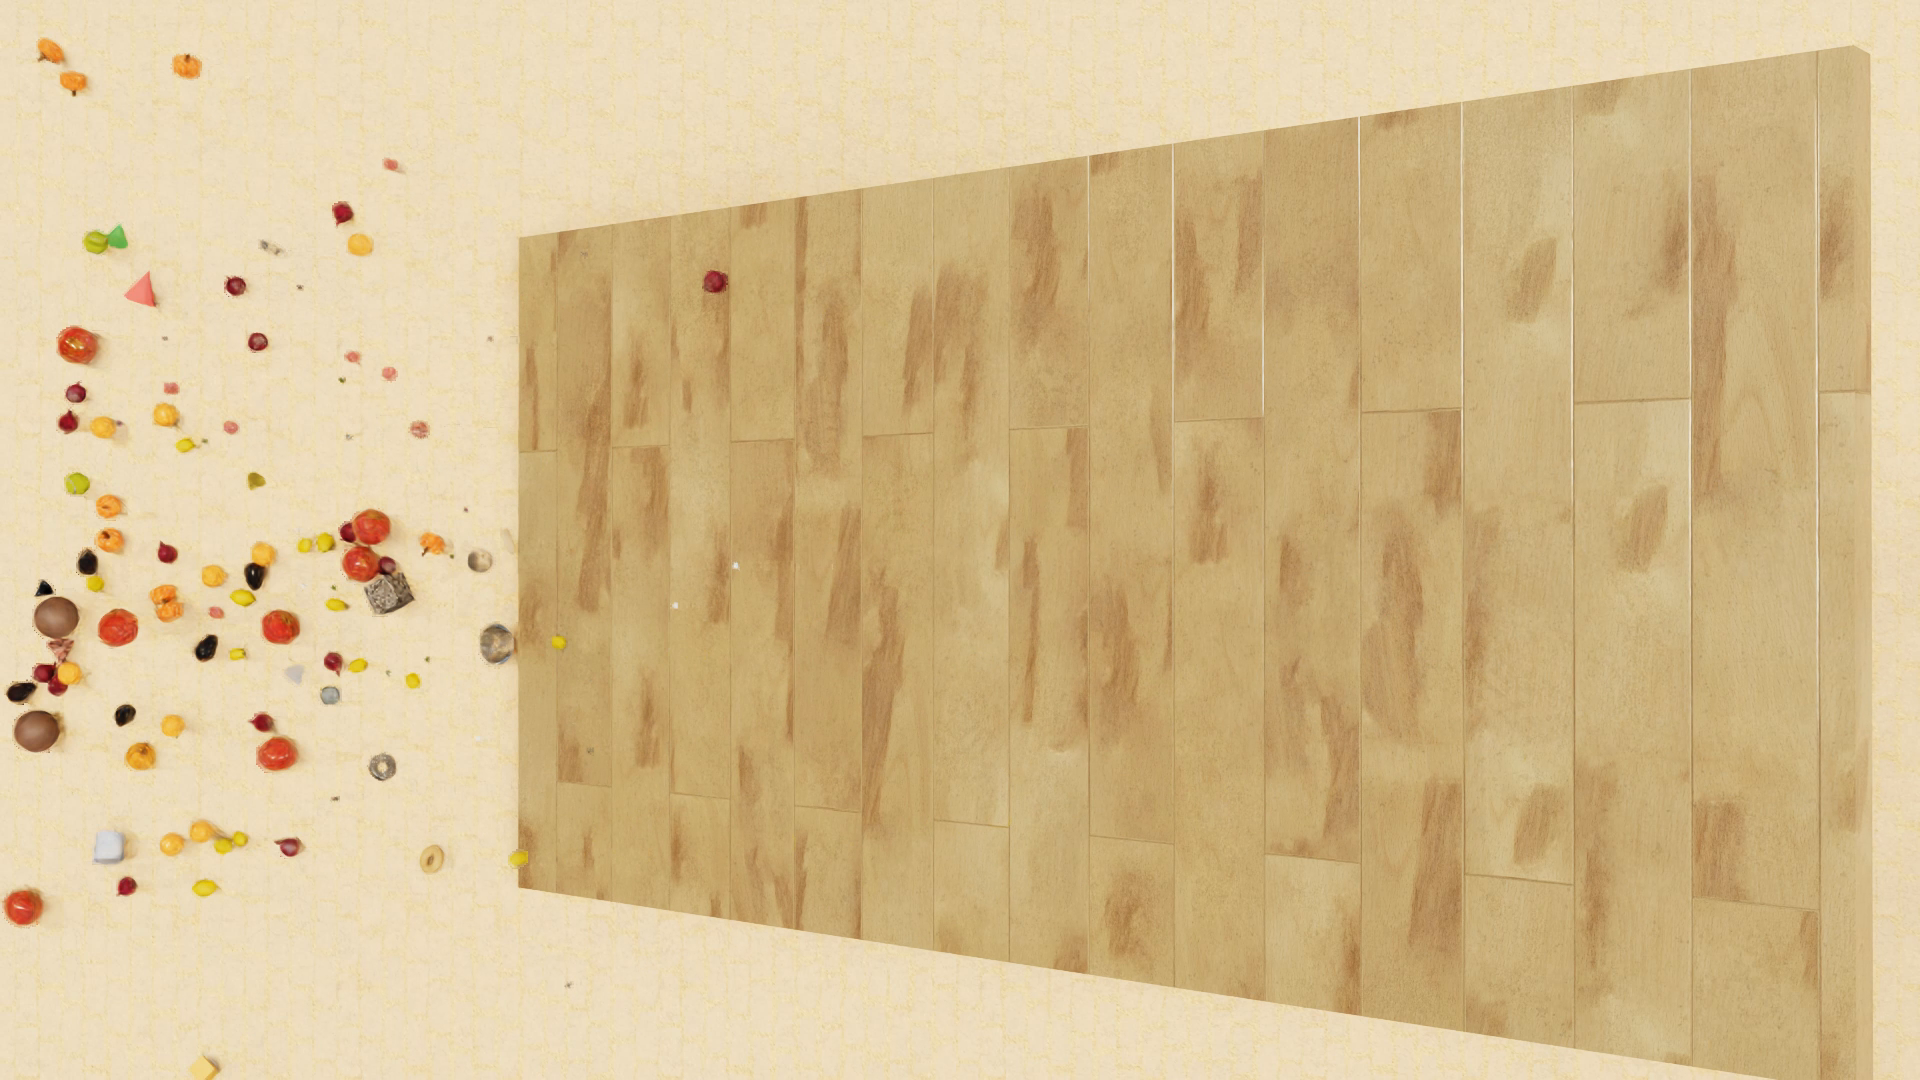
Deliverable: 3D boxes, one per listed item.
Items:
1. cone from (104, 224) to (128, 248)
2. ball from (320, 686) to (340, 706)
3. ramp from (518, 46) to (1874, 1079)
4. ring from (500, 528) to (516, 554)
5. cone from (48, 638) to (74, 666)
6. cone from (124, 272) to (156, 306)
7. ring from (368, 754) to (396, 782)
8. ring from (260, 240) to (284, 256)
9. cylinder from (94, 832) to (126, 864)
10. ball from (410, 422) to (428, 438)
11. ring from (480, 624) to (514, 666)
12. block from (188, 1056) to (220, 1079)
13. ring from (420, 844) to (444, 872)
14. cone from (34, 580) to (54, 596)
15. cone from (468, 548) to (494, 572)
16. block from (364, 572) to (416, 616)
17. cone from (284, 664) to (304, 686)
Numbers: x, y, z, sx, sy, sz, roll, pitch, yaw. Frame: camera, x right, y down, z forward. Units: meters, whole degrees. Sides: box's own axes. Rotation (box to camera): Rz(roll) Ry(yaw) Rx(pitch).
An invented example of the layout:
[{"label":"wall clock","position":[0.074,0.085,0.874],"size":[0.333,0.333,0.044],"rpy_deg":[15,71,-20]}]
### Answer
[{"label":"cone","position":[-2.615,-0.956,6.835],"size":[0.070,0.070,0.070],"rpy_deg":[3,63,0]},{"label":"ball","position":[-1.951,0.482,6.812],"size":[0.060,0.060,0.060],"rpy_deg":[0,90,0]},{"label":"ramp","position":[0.208,0.061,5.523],"size":[4.000,0.100,2.000],"rpy_deg":[0,90,40]},{"label":"ring","position":[-1.385,0.004,6.743],"size":[0.028,0.084,0.084],"rpy_deg":[-22,90,-12]},{"label":"cone","position":[-2.788,0.356,6.820],"size":[0.076,0.076,0.076],"rpy_deg":[5,110,0]},{"label":"cone","position":[-2.520,-0.785,6.791],"size":[0.098,0.098,0.098],"rpy_deg":[21,98,0]},{"label":"ring","position":[-1.792,0.705,6.826],"size":[0.088,0.029,0.088],"rpy_deg":[0,90,1]},{"label":"ring","position":[-2.121,-0.899,6.779],"size":[0.079,0.079,0.026],"rpy_deg":[30,95,0]},{"label":"cylinder","position":[-2.619,0.948,6.773],"size":[0.085,0.085,0.085],"rpy_deg":[-1,69,0]},{"label":"ball","position":[-1.677,-0.342,6.821],"size":[0.051,0.051,0.051],"rpy_deg":[0,90,0]},{"label":"ring","position":[-1.433,0.323,6.798],"size":[0.131,0.044,0.131],"rpy_deg":[1,92,35]},{"label":"block","position":[-2.334,1.639,6.787],"size":[0.058,0.058,0.058],"rpy_deg":[42,70,14]},{"label":"ring","position":[-1.635,0.987,6.809],"size":[0.089,0.030,0.089],"rpy_deg":[-12,65,27]},{"label":"cone","position":[-2.847,0.162,6.806],"size":[0.052,0.052,0.052],"rpy_deg":[16,127,22]},{"label":"cone","position":[-1.475,0.055,6.777],"size":[0.078,0.078,0.078],"rpy_deg":[4,77,-17]},{"label":"block","position":[-1.760,0.167,6.783],"size":[0.093,0.093,0.093],"rpy_deg":[-27,86,17]},{"label":"cone","position":[-2.059,0.431,6.828],"size":[0.063,0.063,0.063],"rpy_deg":[-9,116,0]}]
